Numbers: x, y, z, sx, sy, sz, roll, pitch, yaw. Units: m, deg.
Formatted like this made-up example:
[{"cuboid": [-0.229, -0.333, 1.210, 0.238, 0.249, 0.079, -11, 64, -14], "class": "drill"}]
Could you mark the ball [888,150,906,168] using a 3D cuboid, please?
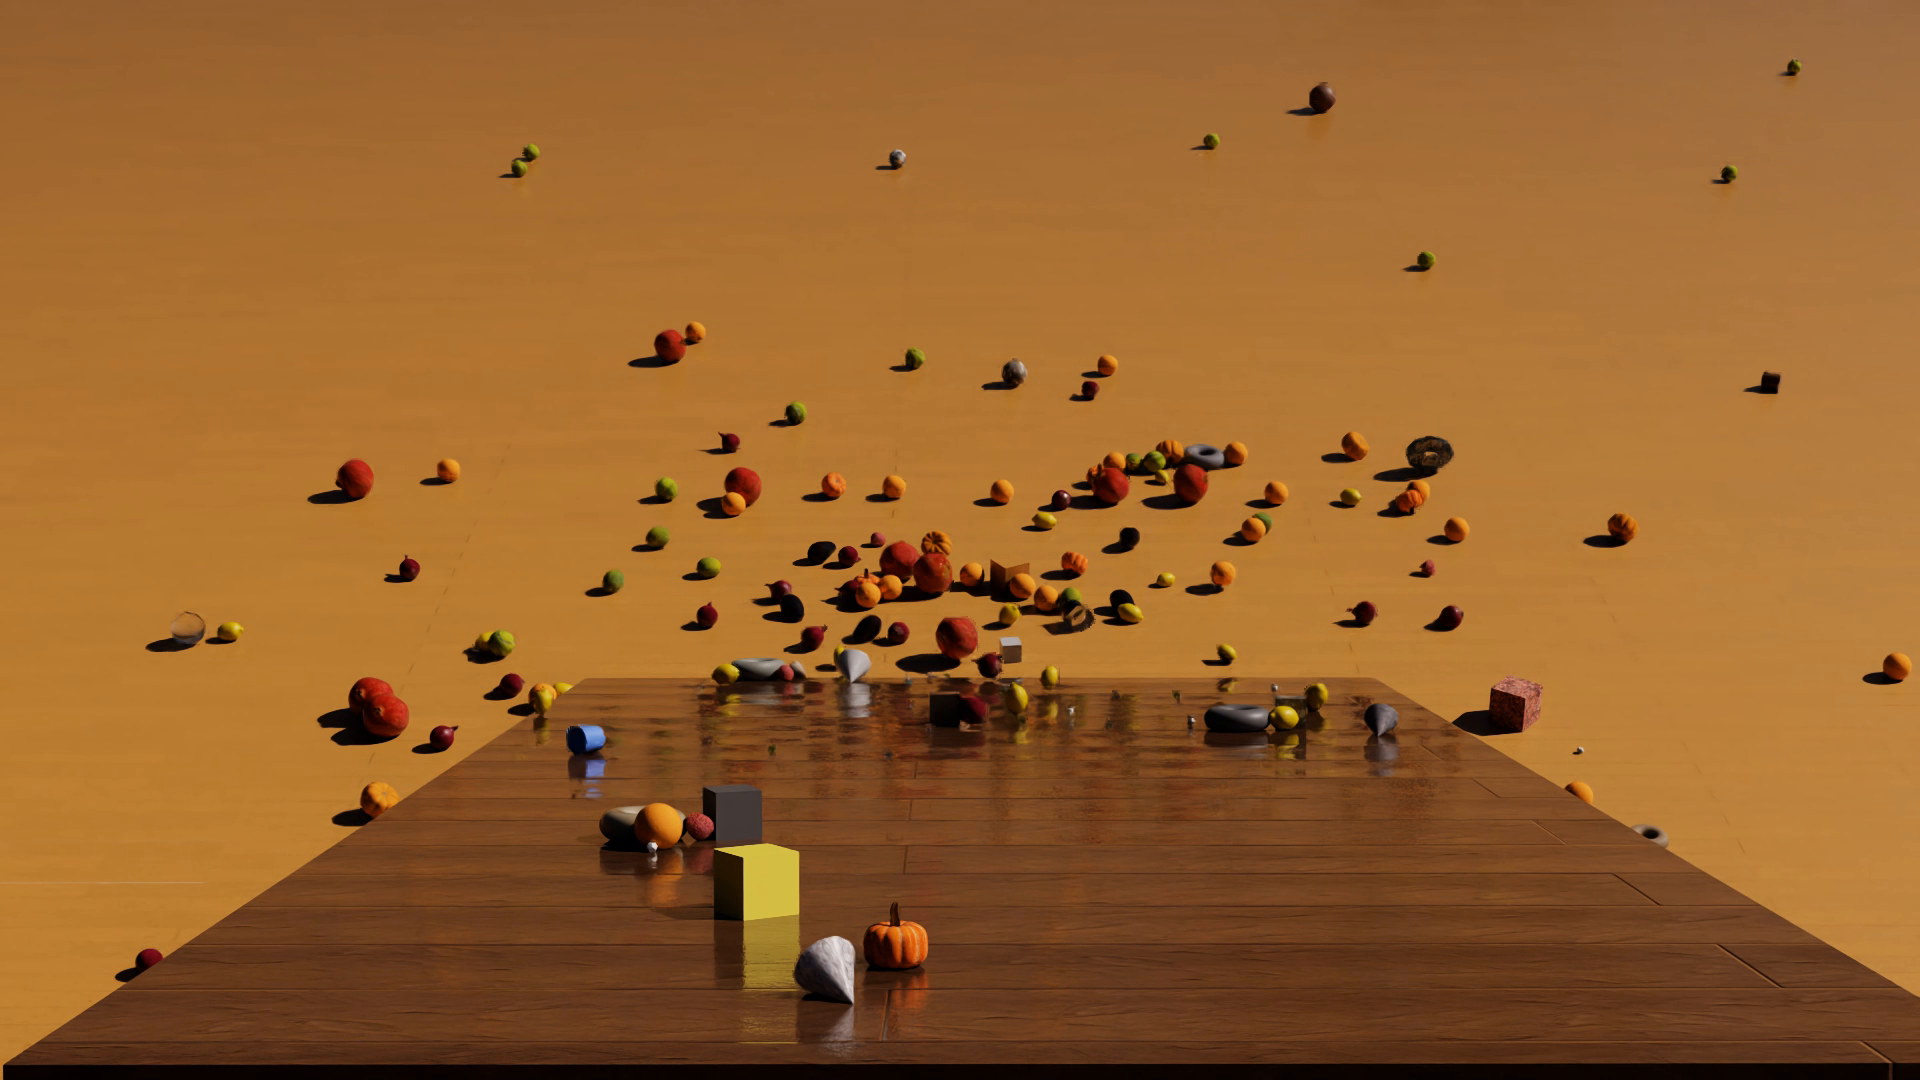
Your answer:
[{"cuboid": [-0.279, -1.698, 11.461, 0.076, 0.076, 0.076, 0, 23, 0], "class": "ball"}]

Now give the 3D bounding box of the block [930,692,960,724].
[{"cuboid": [-0.034, 0.360, 5.513, 0.065, 0.065, 0.065, 0, 2, -1], "class": "block"}]

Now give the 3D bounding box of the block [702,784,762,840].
[{"cuboid": [-0.351, 0.420, 3.974, 0.073, 0.073, 0.073, -1, 3, -21], "class": "block"}]

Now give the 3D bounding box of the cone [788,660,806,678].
[{"cuboid": [-0.403, 0.338, 6.534, 0.051, 0.051, 0.051, -18, 27, -36], "class": "cone"}]

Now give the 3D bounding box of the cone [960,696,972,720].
[{"cuboid": [-0.001, 0.361, 5.603, 0.056, 0.056, 0.056, 0, 2, 0], "class": "cone"}]

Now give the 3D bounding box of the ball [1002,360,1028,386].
[{"cuboid": [0.187, -0.571, 8.815, 0.086, 0.086, 0.086, 0, 23, 0], "class": "ball"}]

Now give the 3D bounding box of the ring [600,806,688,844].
[{"cuboid": [-0.485, 0.436, 3.946, 0.136, 0.045, 0.136, 1, 2, 0], "class": "ring"}]

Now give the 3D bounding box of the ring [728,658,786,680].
[{"cuboid": [-0.512, 0.327, 6.513, 0.147, 0.049, 0.147, -1, 3, 0], "class": "ring"}]

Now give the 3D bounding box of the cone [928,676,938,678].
[{"cuboid": [-0.069, 0.393, 6.638, 0.059, 0.059, 0.059, -5, 50, -11], "class": "cone"}]

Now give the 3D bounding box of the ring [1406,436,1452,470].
[{"cuboid": [1.468, -0.271, 8.057, 0.147, 0.147, 0.049, 2, 56, 4], "class": "ring"}]

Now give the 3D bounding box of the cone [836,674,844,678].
[{"cuboid": [-0.308, 0.379, 6.674, 0.055, 0.055, 0.055, -6, -8, -14], "class": "cone"}]

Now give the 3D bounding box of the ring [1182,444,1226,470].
[{"cuboid": [0.770, -0.262, 8.143, 0.139, 0.046, 0.139, 4, 24, -2], "class": "ring"}]

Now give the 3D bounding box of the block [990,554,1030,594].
[{"cuboid": [0.141, 0.095, 7.267, 0.080, 0.080, 0.080, -14, 27, -29], "class": "block"}]

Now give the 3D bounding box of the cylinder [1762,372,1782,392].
[{"cuboid": [2.768, -0.539, 8.777, 0.057, 0.057, 0.057, 13, 26, 27], "class": "cylinder"}]

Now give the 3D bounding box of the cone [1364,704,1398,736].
[{"cuboid": [0.862, 0.385, 5.292, 0.071, 0.071, 0.071, 6, 31, 13], "class": "cone"}]

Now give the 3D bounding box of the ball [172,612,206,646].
[{"cuboid": [-2.075, 0.239, 6.920, 0.088, 0.088, 0.088, 0, 23, 0], "class": "ball"}]

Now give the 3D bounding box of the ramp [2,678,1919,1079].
[{"cuboid": [0.053, 0.483, 4.539, 2.000, 0.100, 4.000, 0, 2, 0], "class": "ramp"}]

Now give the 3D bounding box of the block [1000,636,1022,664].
[{"cuboid": [0.134, 0.292, 6.841, 0.052, 0.052, 0.052, -3, 23, -8], "class": "block"}]

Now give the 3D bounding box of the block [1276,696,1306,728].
[{"cuboid": [0.699, 0.364, 5.441, 0.063, 0.063, 0.063, 0, 2, 5], "class": "block"}]

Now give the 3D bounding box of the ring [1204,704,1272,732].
[{"cuboid": [0.582, 0.374, 5.399, 0.141, 0.047, 0.141, -1, 3, 0], "class": "ring"}]

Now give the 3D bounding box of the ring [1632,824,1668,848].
[{"cuboid": [1.585, 0.689, 5.939, 0.098, 0.033, 0.098, 0, 25, 0], "class": "ring"}]

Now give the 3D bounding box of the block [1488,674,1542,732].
[{"cuboid": [1.403, 0.413, 6.504, 0.096, 0.096, 0.096, 17, 28, 34], "class": "block"}]

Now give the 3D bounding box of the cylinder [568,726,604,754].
[{"cuboid": [-0.728, 0.388, 5.009, 0.052, 0.052, 0.052, 15, 9, 32], "class": "cylinder"}]

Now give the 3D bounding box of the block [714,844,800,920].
[{"cuboid": [-0.264, 0.443, 3.338, 0.081, 0.081, 0.081, -2, 3, -33], "class": "block"}]

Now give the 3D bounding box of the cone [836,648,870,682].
[{"cuboid": [-0.271, 0.334, 6.450, 0.089, 0.089, 0.089, 1, 29, 2], "class": "cone"}]
